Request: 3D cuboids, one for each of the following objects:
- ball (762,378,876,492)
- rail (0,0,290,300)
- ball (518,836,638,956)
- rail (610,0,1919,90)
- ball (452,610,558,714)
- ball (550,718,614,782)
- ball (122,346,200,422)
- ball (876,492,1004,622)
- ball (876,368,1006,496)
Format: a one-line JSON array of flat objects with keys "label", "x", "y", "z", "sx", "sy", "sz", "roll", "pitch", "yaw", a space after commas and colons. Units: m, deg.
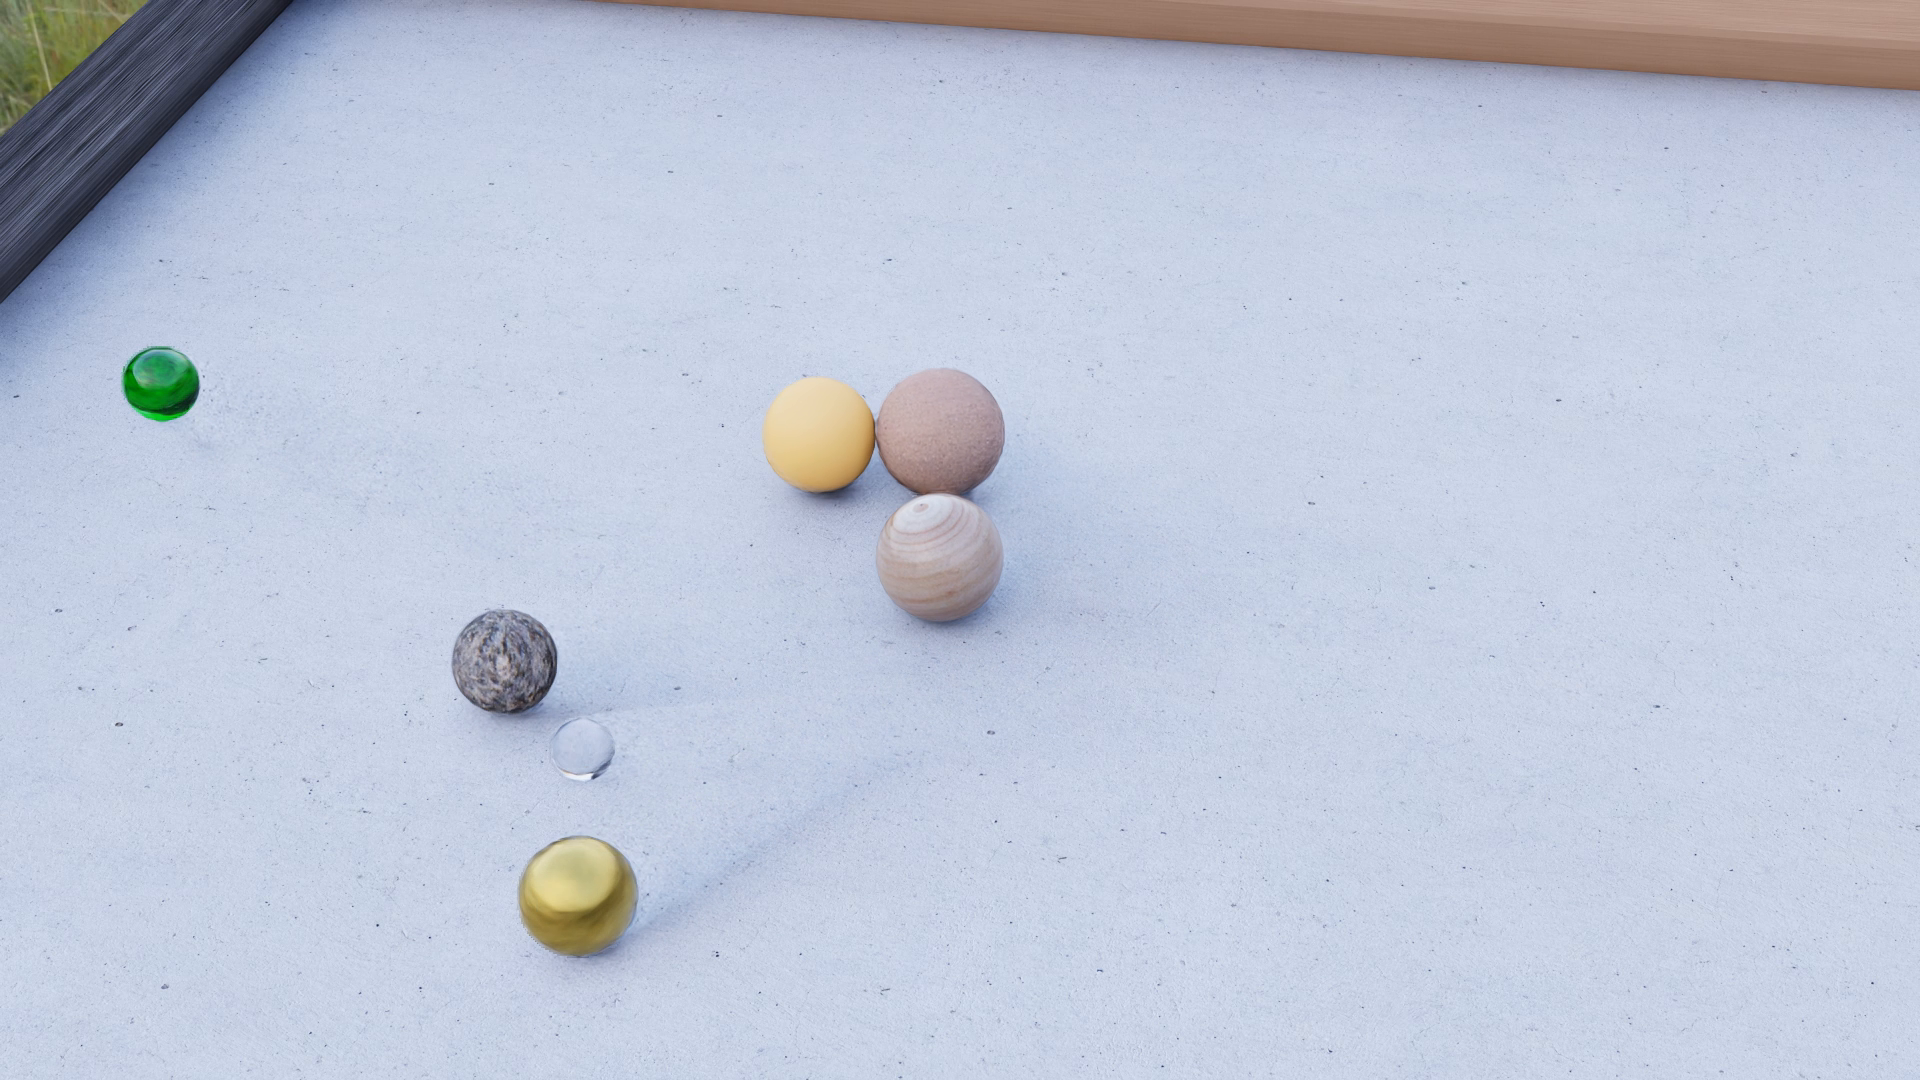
[{"label": "ball", "x": -0.109, "y": -0.081, "z": 1.982, "sx": 0.089, "sy": 0.089, "sz": 0.089, "roll": 0, "pitch": 35, "yaw": 0}, {"label": "rail", "x": -0.863, "y": -0.104, "z": 1.977, "sx": 0.045, "sy": 0.130, "sz": 2.021, "roll": 5, "pitch": 35, "yaw": 8}, {"label": "ball", "x": -0.232, "y": 0.217, "z": 1.565, "sx": 0.072, "sy": 0.072, "sz": 0.072, "roll": 0, "pitch": 35, "yaw": 0}, {"label": "rail", "x": 1.049, "y": -0.491, "z": 2.538, "sx": 3.594, "sy": 0.130, "sz": 0.045, "roll": 5, "pitch": 35, "yaw": 8}, {"label": "ball", "x": -0.312, "y": 0.084, "z": 1.758, "sx": 0.072, "sy": 0.072, "sz": 0.072, "roll": 0, "pitch": 35, "yaw": 0}, {"label": "ball", "x": -0.250, "y": 0.139, "z": 1.703, "sx": 0.042, "sy": 0.042, "sz": 0.042, "roll": 0, "pitch": 35, "yaw": 0}, {"label": "ball", "x": -0.645, "y": -0.126, "z": 2.072, "sx": 0.060, "sy": 0.060, "sz": 0.060, "roll": 0, "pitch": 35, "yaw": 0}, {"label": "ball", "x": -0.015, "y": 0.012, "z": 1.843, "sx": 0.092, "sy": 0.092, "sz": 0.092, "roll": 0, "pitch": 35, "yaw": 0}, {"label": "ball", "x": -0.015, "y": -0.082, "z": 1.974, "sx": 0.100, "sy": 0.100, "sz": 0.100, "roll": 0, "pitch": 35, "yaw": 0}]
